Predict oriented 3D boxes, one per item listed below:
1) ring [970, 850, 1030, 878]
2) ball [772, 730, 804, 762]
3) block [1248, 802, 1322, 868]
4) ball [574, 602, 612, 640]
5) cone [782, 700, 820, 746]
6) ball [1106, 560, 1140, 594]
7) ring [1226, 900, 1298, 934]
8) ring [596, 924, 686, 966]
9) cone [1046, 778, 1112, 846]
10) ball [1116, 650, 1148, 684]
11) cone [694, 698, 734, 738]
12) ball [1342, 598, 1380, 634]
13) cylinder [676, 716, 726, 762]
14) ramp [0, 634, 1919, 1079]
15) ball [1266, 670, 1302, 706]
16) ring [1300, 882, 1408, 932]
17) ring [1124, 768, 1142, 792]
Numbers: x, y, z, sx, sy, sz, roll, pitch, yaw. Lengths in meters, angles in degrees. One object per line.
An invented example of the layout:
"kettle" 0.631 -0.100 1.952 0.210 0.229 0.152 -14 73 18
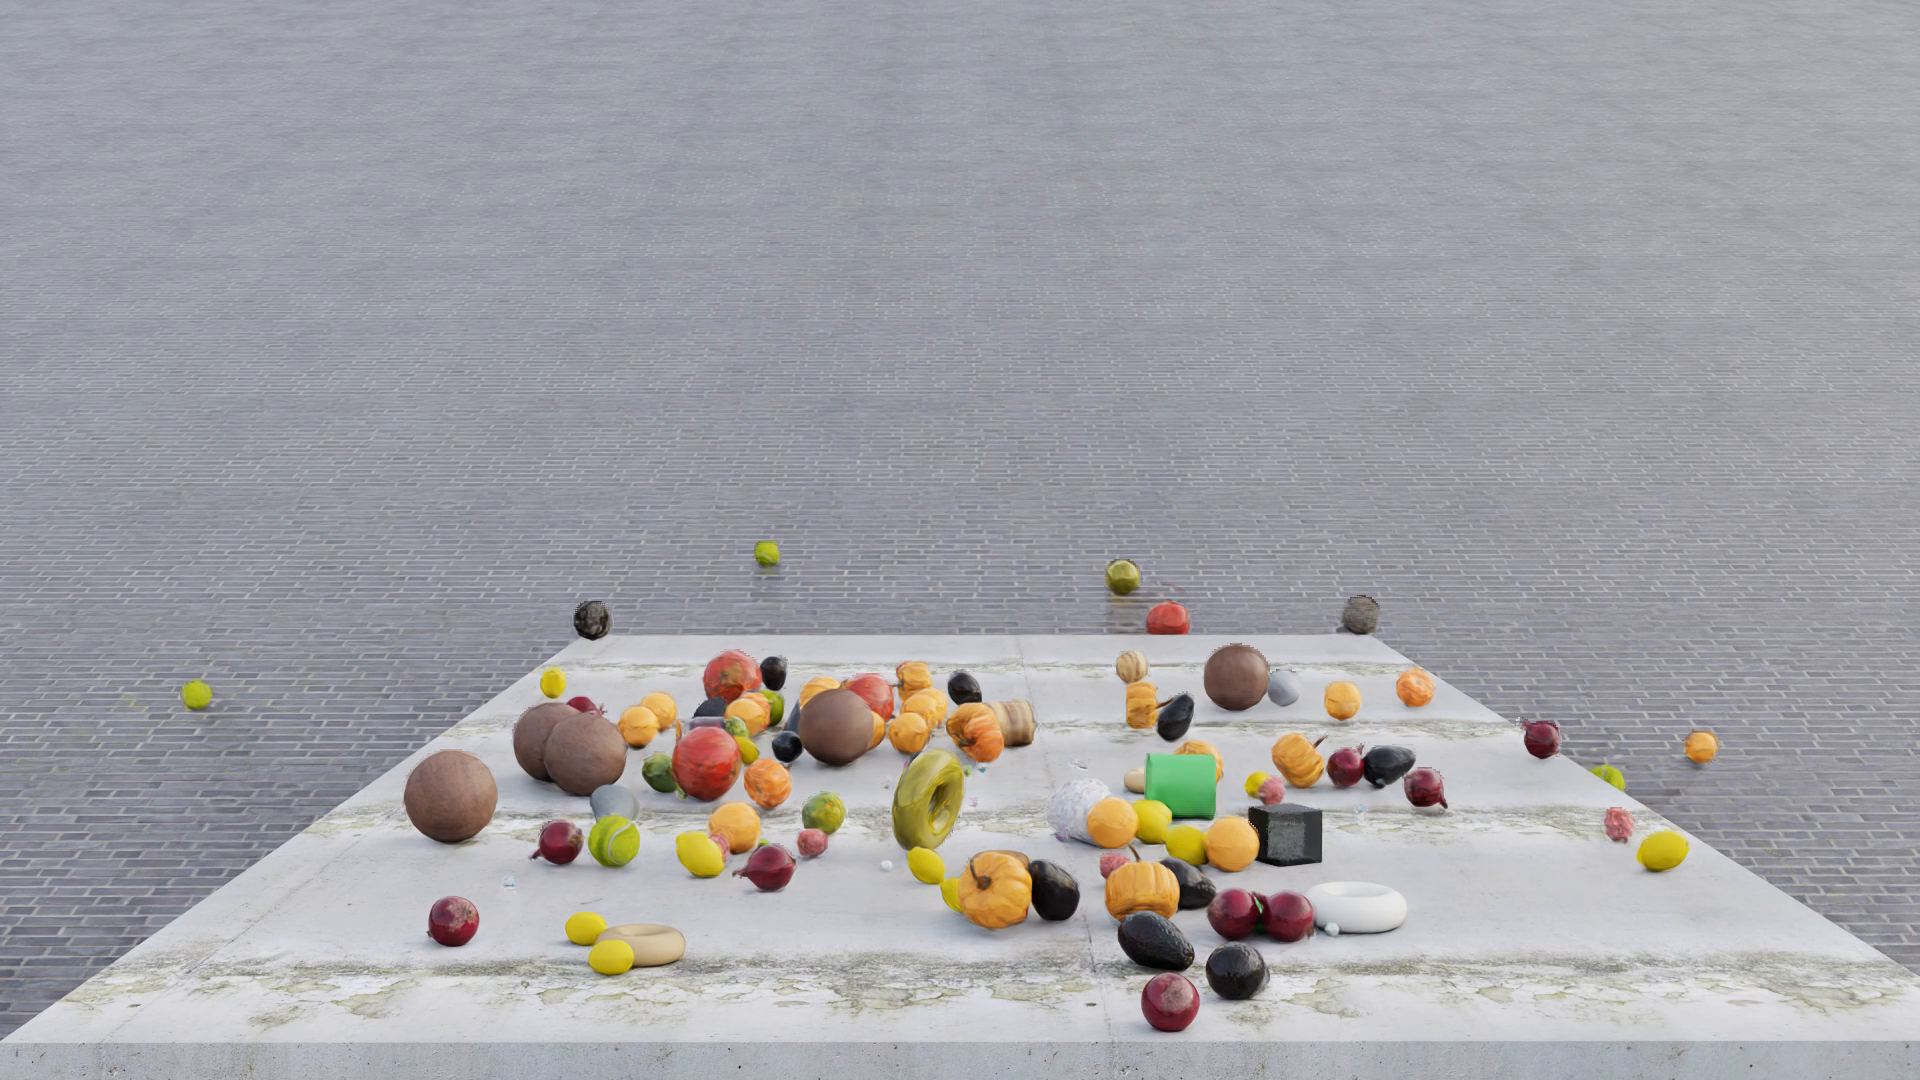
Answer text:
"ring" 0.053 0.428 3.392 0.080 0.027 0.080 0 5 0
"ball" -0.293 0.352 4.375 0.054 0.054 0.054 0 20 0
"block" 0.441 0.400 3.483 0.071 0.071 0.071 -2 4 -29
"ball" -0.917 0.202 6.415 0.095 0.095 0.095 0 20 0
"cone" -0.291 0.324 4.613 0.080 0.080 0.080 0 4 0
"ball" 0.447 0.103 7.058 0.094 0.094 0.094 0 20 0
"ring" 0.360 0.448 3.057 0.087 0.029 0.087 0 4 0
"ring" -0.360 0.456 2.894 0.102 0.034 0.102 1 3 0
"cone" 0.183 0.404 3.624 0.098 0.098 0.098 -5 32 -15
"ball" 0.368 0.272 5.494 0.072 0.072 0.072 0 20 0
"cone" -0.434 0.341 4.688 0.080 0.080 0.080 -16 40 -37
"ball" 1.020 0.194 6.532 0.095 0.095 0.095 0 20 0
"cylinder" -0.442 0.341 4.381 0.076 0.076 0.076 -1 19 -15
"ramp" 0.046 0.419 4.535 2.000 0.100 4.000 0 4 0
"ball" 0.646 0.296 5.120 0.070 0.070 0.070 0 20 0
"ring" 0.471 0.440 3.075 0.129 0.043 0.129 0 5 0
"ring" 0.310 0.381 4.074 0.101 0.034 0.101 -1 4 0
